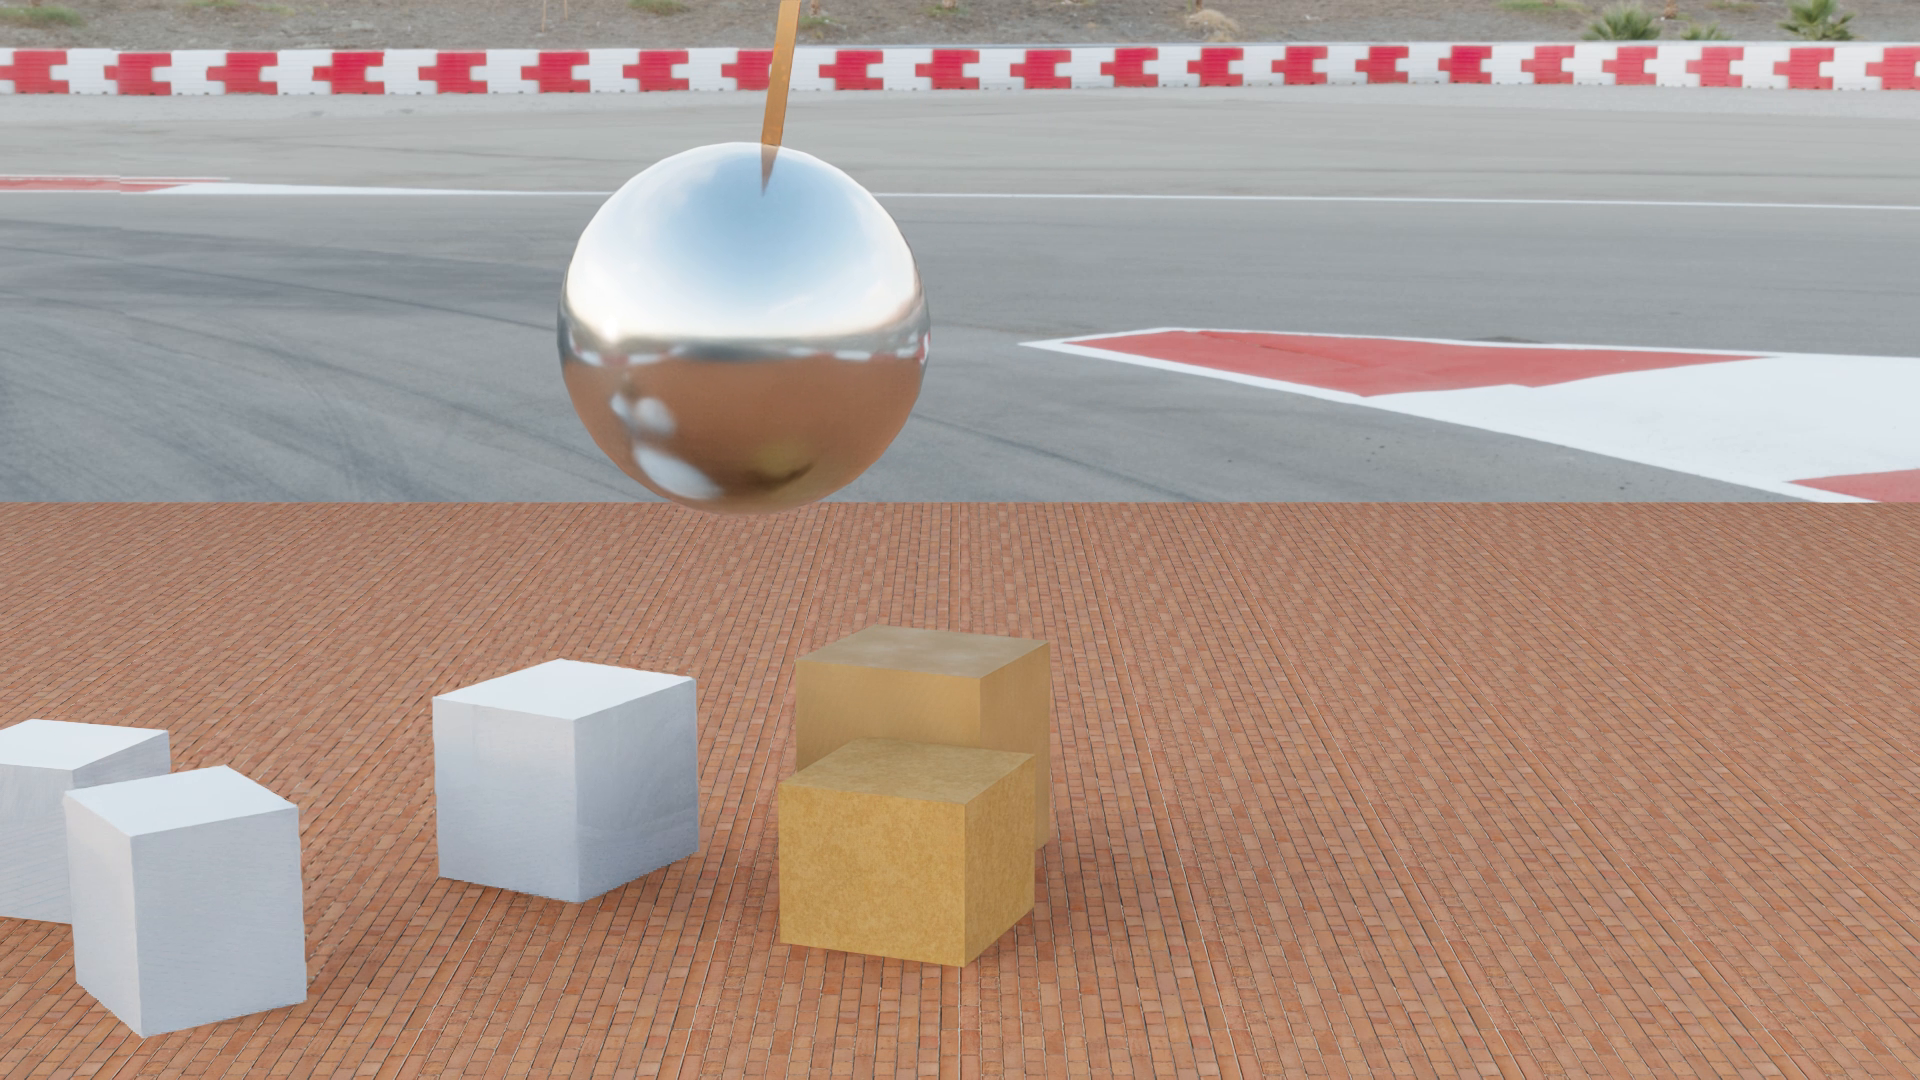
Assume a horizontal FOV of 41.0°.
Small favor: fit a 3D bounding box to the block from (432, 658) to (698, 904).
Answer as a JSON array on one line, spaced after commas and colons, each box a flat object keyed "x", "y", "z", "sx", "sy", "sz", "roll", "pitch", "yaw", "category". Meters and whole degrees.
[{"x": -1.751, "y": 1.057, "z": 11.471, "sx": 0.782, "sy": 0.815, "sz": 0.877, "roll": 6, "pitch": 12, "yaw": 29, "category": "block"}]

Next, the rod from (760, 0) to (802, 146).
[{"x": -0.401, "y": -4.207, "z": 10.416, "sx": 0.080, "sy": 5.200, "sz": 0.080, "roll": 9, "pitch": 10, "yaw": -2, "category": "rod"}]

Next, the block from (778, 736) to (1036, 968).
[{"x": -0.209, "y": 1.276, "z": 10.670, "sx": 0.811, "sy": 0.671, "sz": 0.815, "roll": 4, "pitch": 11, "yaw": 21, "category": "block"}]

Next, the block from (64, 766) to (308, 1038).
[{"x": -2.979, "y": 1.370, "z": 9.866, "sx": 0.641, "sy": 0.774, "sz": 0.740, "roll": -8, "pitch": 13, "yaw": -36, "category": "block"}]

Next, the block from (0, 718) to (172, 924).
[{"x": -3.902, "y": 1.203, "z": 11.077, "sx": 0.705, "sy": 0.669, "sz": 0.677, "roll": 3, "pitch": 11, "yaw": 17, "category": "block"}]

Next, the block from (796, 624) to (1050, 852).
[{"x": -0.157, "y": 0.963, "z": 11.614, "sx": 0.891, "sy": 0.951, "sz": 0.809, "roll": 5, "pitch": 11, "yaw": 23, "category": "block"}]

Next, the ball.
[{"x": -0.925, "y": -0.901, "z": 11.016, "sx": 1.600, "sy": 1.600, "sz": 1.600, "roll": 0, "pitch": 10, "yaw": 0, "category": "ball"}]
